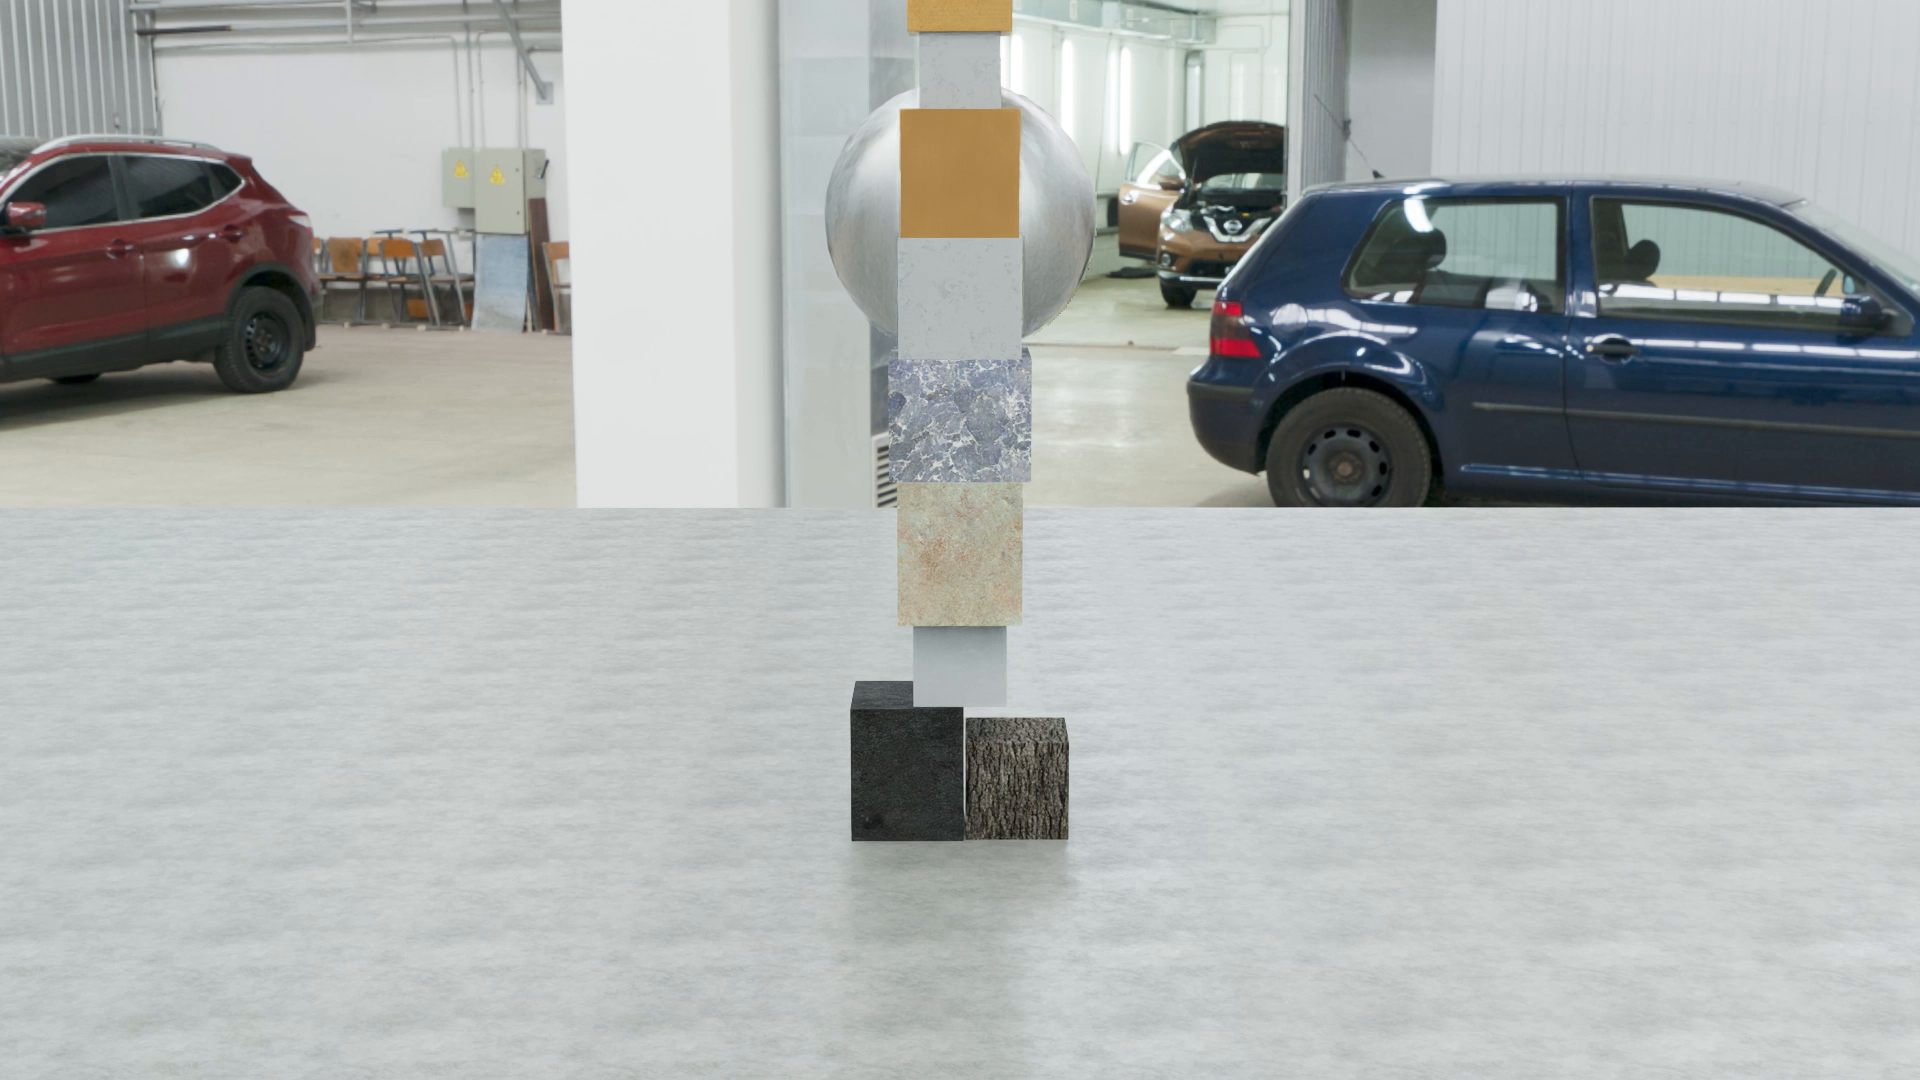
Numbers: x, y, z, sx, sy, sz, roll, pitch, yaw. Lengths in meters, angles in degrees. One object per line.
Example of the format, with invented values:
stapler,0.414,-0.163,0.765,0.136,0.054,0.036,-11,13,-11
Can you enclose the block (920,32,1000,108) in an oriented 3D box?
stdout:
block,0.000,-2.289,10.745,0.389,0.364,0.392,0,10,0

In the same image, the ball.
ball,0.000,-1.893,12.945,1.600,1.600,1.600,0,10,0

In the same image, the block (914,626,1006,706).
block,0.000,0.580,11.275,0.469,0.441,0.482,0,10,0

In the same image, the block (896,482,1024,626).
block,0.000,0.010,11.176,0.617,0.717,0.705,0,10,0

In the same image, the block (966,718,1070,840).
block,0.290,1.229,11.387,0.523,0.507,0.505,0,10,0

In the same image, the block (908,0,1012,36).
block,0.000,-2.693,10.697,0.502,0.449,0.491,0,10,0

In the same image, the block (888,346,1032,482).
block,0.000,-0.641,11.075,0.697,0.600,0.710,0,10,0

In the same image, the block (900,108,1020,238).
block,0.000,-1.814,10.858,0.575,0.611,0.635,0,10,0

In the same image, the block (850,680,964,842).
block,-0.266,1.136,11.385,0.570,0.691,0.588,0,10,0

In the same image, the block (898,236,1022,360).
block,0.000,-1.224,10.963,0.600,0.587,0.630,0,10,0
